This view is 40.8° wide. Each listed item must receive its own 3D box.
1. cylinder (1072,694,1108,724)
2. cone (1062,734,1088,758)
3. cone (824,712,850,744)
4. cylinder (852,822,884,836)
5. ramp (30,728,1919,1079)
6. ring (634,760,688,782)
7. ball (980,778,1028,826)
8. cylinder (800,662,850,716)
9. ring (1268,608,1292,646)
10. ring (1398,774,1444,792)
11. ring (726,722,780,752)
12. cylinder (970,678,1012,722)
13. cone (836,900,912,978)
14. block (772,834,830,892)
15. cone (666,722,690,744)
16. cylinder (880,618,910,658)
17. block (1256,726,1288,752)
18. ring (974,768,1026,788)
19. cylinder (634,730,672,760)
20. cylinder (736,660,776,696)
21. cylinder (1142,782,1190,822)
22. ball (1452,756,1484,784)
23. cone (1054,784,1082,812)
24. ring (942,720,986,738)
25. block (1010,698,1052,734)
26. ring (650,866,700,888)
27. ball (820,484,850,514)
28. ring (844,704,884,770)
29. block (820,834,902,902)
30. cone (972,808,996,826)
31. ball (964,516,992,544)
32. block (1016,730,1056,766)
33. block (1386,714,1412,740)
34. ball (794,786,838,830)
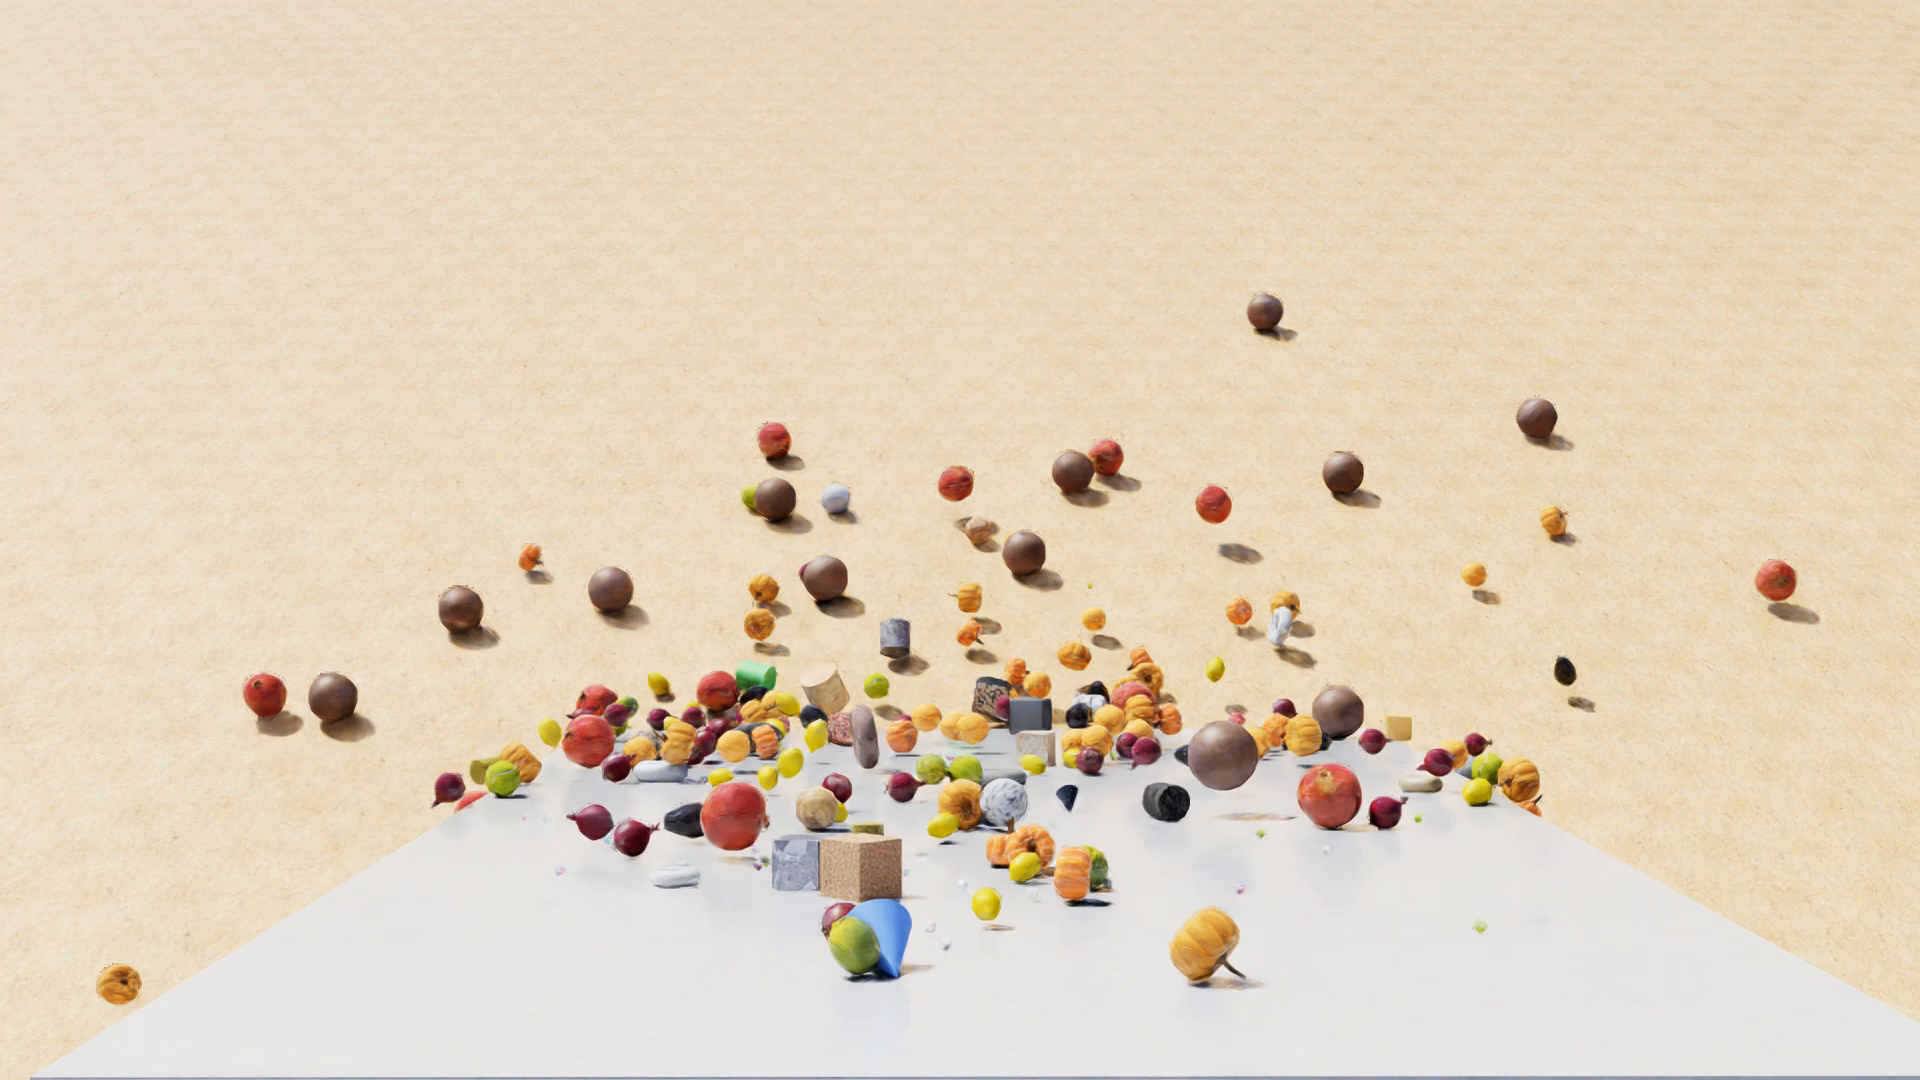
[{"bbox_3d":[0.340,0.441,6.744,0.075,0.075,0.075,5,28,15],"label":"cylinder"},{"bbox_3d":[0.264,0.479,5.872,0.057,0.057,0.057,-1,27,-1],"label":"cone"},{"bbox_3d":[-0.266,0.469,6.139,0.087,0.087,0.087,-13,33,-24],"label":"cone"},{"bbox_3d":[-0.150,0.490,4.224,0.053,0.053,0.053,0,1,0],"label":"cylinder"},{"bbox_3d":[0.062,0.561,4.599,2.000,0.100,4.000,0,1,0],"label":"ramp"},{"bbox_3d":[-0.622,0.481,5.375,0.114,0.038,0.114,0,2,0],"label":"ring"},{"bbox_3d":[0.077,0.458,4.513,0.084,0.084,0.084,0,28,0],"label":"ball"},{"bbox_3d":[-0.344,0.380,6.582,0.098,0.098,0.098,-18,29,10],"label":"cylinder"},{"bbox_3d":[0.880,0.238,7.106,0.037,0.110,0.110,15,25,-14],"label":"ring"},{"bbox_3d":[0.921,0.487,5.163,0.090,0.030,0.090,1,0,0],"label":"ring"},{"bbox_3d":[-0.474,0.455,5.939,0.125,0.125,0.042,-5,67,-9],"label":"ring"},{"bbox_3d":[0.081,0.418,6.746,0.093,0.093,0.093,6,70,11],"label":"cylinder"},{"bbox_3d":[-0.092,0.509,3.173,0.098,0.098,0.098,-9,30,-16],"label":"cone"},{"bbox_3d":[-0.236,0.484,3.881,0.074,0.074,0.074,0,1,15],"label":"block"},{"bbox_3d":[-0.678,0.475,6.183,0.056,0.056,0.056,-1,27,-1],"label":"cone"},{"bbox_3d":[-0.178,0.269,7.063,0.081,0.081,0.081,0,64,0],"label":"cylinder"},{"bbox_3d":[0.726,0.463,6.008,0.053,0.053,0.053,0,1,-25],"label":"block"},{"bbox_3d":[0.083,0.484,5.246,0.106,0.035,0.106,-1,0,0],"label":"ring"},{"bbox_3d":[-0.687,0.460,5.794,0.066,0.066,0.066,1,27,13],"label":"cylinder"},{"bbox_3d":[-0.545,0.369,6.915,0.082,0.082,0.082,11,29,21],"label":"cylinder"},{"bbox_3d":[0.375,0.477,4.709,0.065,0.065,0.065,-13,6,-23],"label":"cylinder"},{"bbox_3d":[1.282,0.583,6.510,0.080,0.080,0.080,0,28,0],"label":"ball"},{"bbox_3d":[0.204,0.495,4.836,0.053,0.053,0.053,-1,28,-3],"label":"cone"},{"bbox_3d":[0.011,0.467,6.395,0.109,0.036,0.109,-4,0,0],"label":"ring"},{"bbox_3d":[0.177,0.441,6.462,0.086,0.086,0.086,0,1,18],"label":"block"},{"bbox_3d":[-0.431,0.508,3.900,0.077,0.026,0.077,-1,2,0],"label":"ring"},{"bbox_3d":[-0.379,-0.125,7.851,0.093,0.093,0.093,0,28,0],"label":"ball"},{"bbox_3d":[-0.206,0.423,5.556,0.047,0.141,0.141,5,23,-28],"label":"ring"},{"bbox_3d":[-0.145,0.480,3.791,0.085,0.085,0.085,1,1,45],"label":"block"},{"bbox_3d":[0.057,0.473,4.650,0.073,0.073,0.073,0,1,0],"label":"cone"},{"bbox_3d":[0.054,-0.030,7.685,0.079,0.079,0.079,0,28,0],"label":"ball"},{"bbox_3d":[0.167,0.459,5.691,0.071,0.071,0.071,0,1,18],"label":"block"},{"bbox_3d":[1.071,0.457,6.303,0.058,0.058,0.058,1,1,7],"label":"block"},{"bbox_3d":[-0.252,0.473,4.549,0.078,0.078,0.078,0,28,0],"label":"ball"}]
